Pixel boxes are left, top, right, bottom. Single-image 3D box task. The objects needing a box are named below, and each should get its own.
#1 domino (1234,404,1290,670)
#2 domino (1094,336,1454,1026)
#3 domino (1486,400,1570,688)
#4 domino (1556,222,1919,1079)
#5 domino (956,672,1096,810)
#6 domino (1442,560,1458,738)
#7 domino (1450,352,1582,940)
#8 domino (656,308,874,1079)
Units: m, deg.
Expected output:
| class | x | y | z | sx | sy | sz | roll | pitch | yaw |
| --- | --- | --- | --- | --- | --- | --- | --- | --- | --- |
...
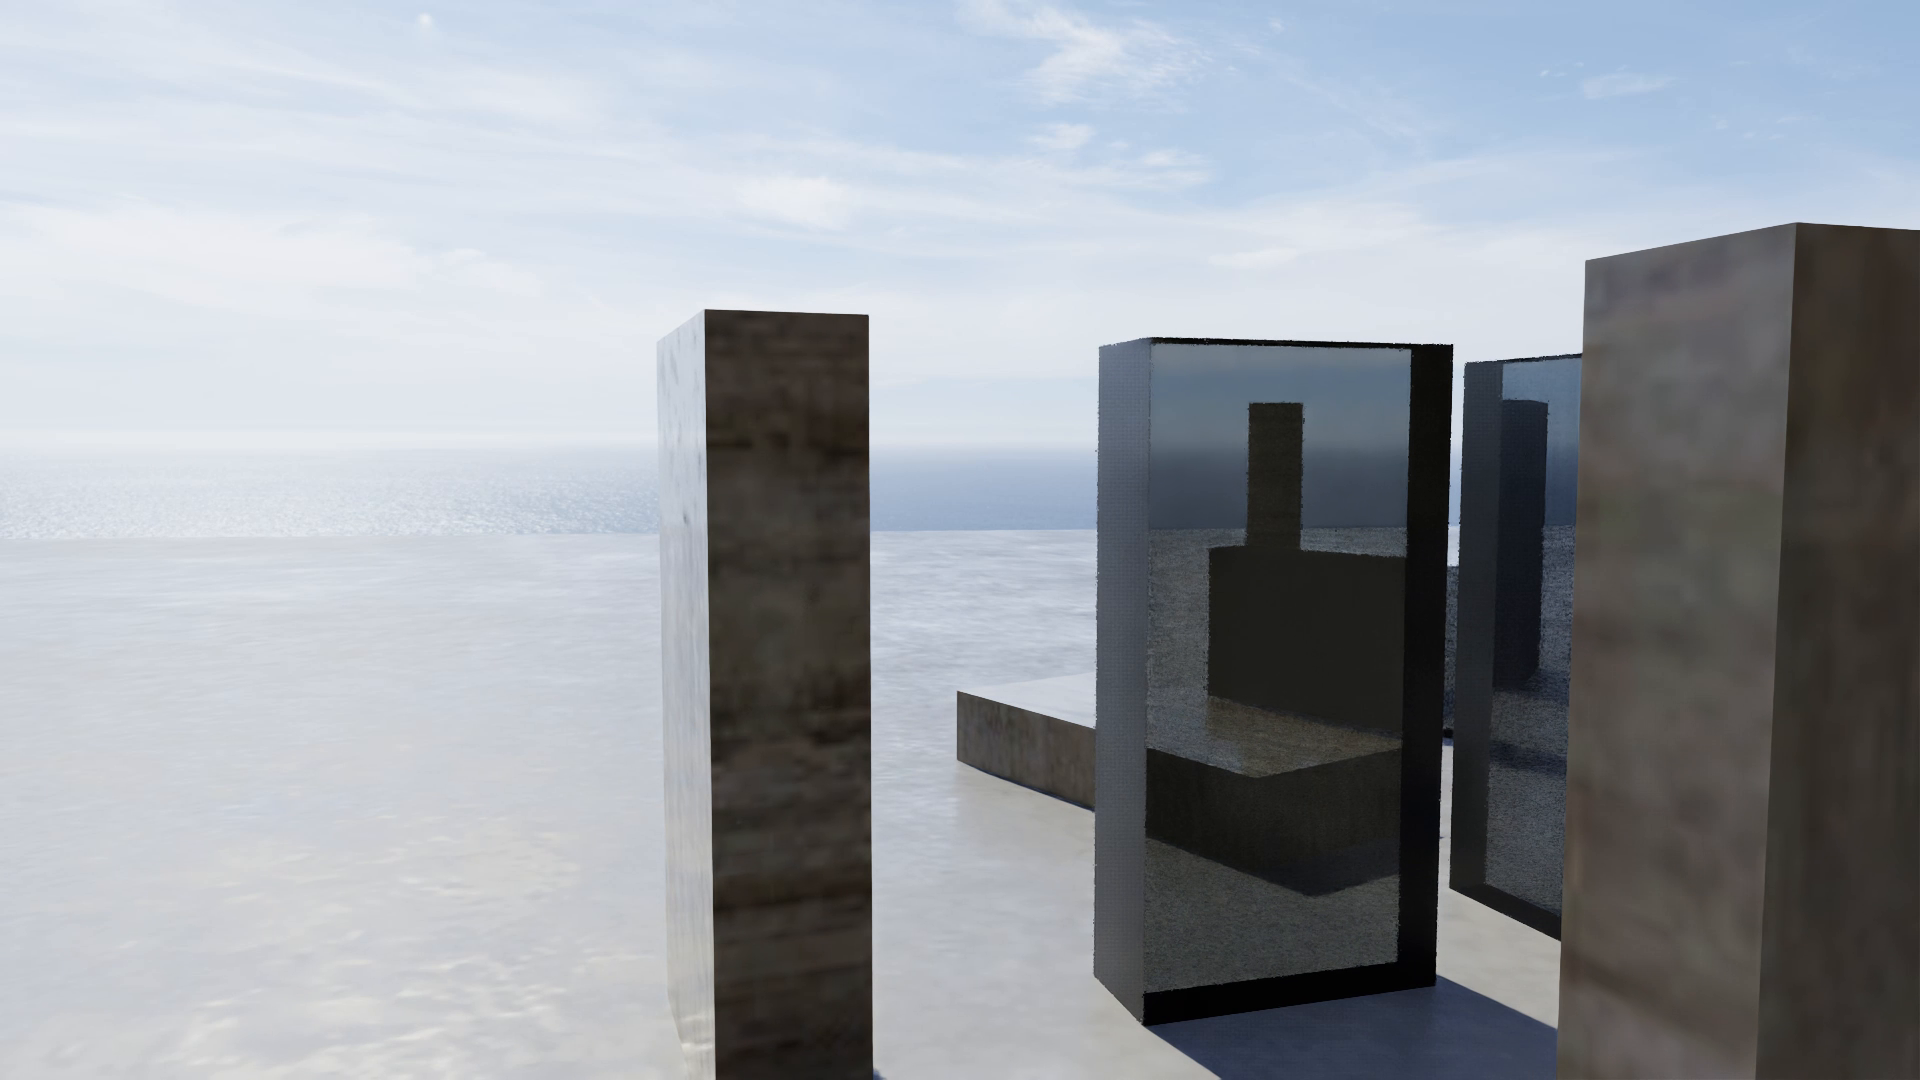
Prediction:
| class | x | y | z | sx | sy | sz | roll | pitch | yaw |
| --- | --- | --- | --- | --- | --- | --- | --- | --- | --- |
| domino | 0.059 | -0.001 | 0.253 | 0.010 | 0.050 | 0.025 | 1 | 4 | 12 |
| domino | 0.024 | 0.010 | 0.100 | 0.025 | 0.050 | 0.009 | -1 | 4 | -16 |
| domino | 0.105 | 0.000 | 0.236 | 0.009 | 0.050 | 0.025 | 3 | 5 | 31 |
| domino | 0.039 | 0.014 | 0.053 | 0.025 | 0.050 | 0.010 | -1 | 4 | -17 |
| domino | 0.024 | 0.026 | 0.159 | 0.025 | 0.010 | 0.050 | -3 | 5 | -35 |
| domino | 0.060 | 0.015 | 0.205 | 0.009 | 0.025 | 0.050 | -4 | 6 | -40 |
| domino | 0.055 | 0.009 | 0.111 | 0.009 | 0.050 | 0.025 | -1 | 5 | -19 |
| domino | -0.014 | 0.011 | 0.087 | 0.009 | 0.050 | 0.025 | -1 | 5 | -19 |
